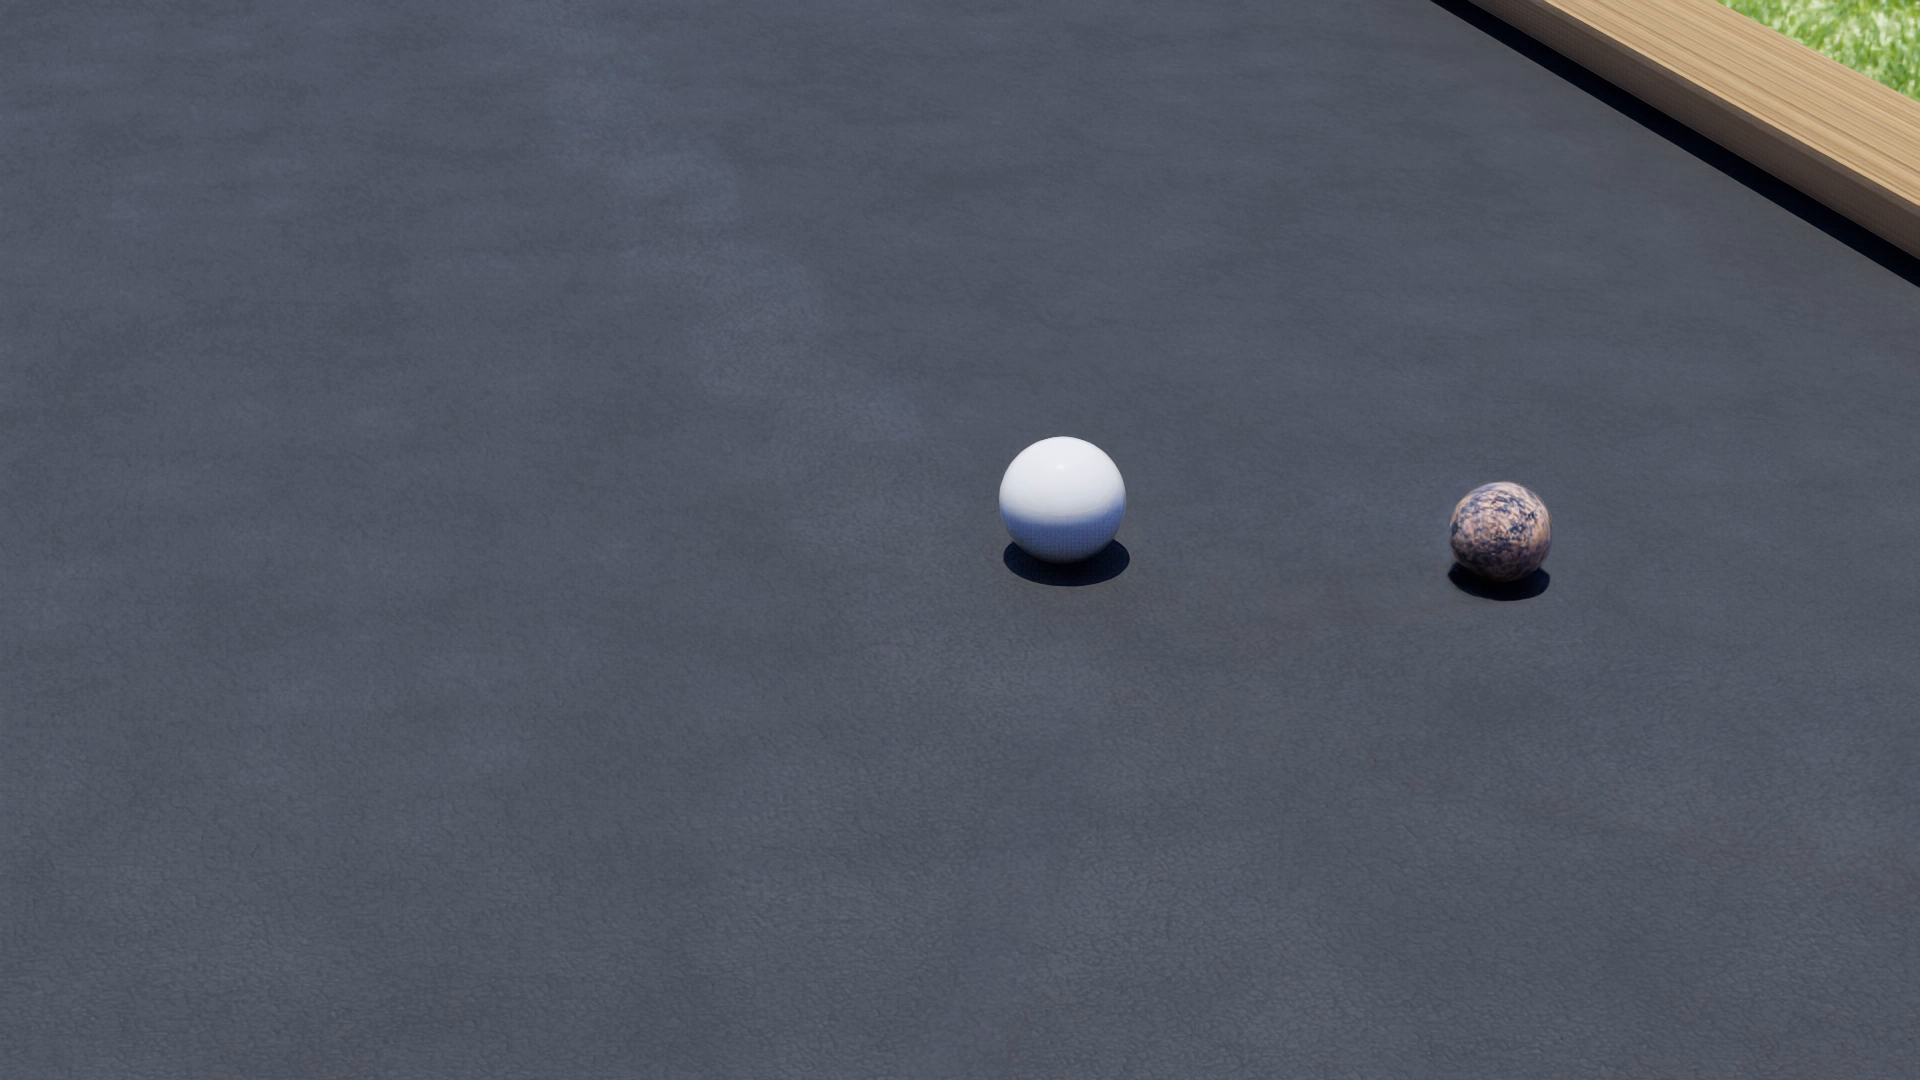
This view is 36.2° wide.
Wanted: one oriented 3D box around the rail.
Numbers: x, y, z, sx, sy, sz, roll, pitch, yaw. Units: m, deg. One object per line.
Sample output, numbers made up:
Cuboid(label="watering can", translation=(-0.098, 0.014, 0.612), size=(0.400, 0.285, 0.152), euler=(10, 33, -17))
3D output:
Cuboid(label="rail", translation=(0.622, -0.514, 2.896), size=(0.045, 0.126, 3.294), euler=(-9, 28, -17))

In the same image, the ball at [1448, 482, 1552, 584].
Cuboid(label="ball", translation=(0.358, -0.005, 1.951), size=(0.067, 0.067, 0.067), euler=(0, 27, 0))

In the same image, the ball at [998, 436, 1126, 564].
Cuboid(label="ball", translation=(0.069, -0.026, 1.973), size=(0.086, 0.086, 0.086), euler=(0, 27, 0))
